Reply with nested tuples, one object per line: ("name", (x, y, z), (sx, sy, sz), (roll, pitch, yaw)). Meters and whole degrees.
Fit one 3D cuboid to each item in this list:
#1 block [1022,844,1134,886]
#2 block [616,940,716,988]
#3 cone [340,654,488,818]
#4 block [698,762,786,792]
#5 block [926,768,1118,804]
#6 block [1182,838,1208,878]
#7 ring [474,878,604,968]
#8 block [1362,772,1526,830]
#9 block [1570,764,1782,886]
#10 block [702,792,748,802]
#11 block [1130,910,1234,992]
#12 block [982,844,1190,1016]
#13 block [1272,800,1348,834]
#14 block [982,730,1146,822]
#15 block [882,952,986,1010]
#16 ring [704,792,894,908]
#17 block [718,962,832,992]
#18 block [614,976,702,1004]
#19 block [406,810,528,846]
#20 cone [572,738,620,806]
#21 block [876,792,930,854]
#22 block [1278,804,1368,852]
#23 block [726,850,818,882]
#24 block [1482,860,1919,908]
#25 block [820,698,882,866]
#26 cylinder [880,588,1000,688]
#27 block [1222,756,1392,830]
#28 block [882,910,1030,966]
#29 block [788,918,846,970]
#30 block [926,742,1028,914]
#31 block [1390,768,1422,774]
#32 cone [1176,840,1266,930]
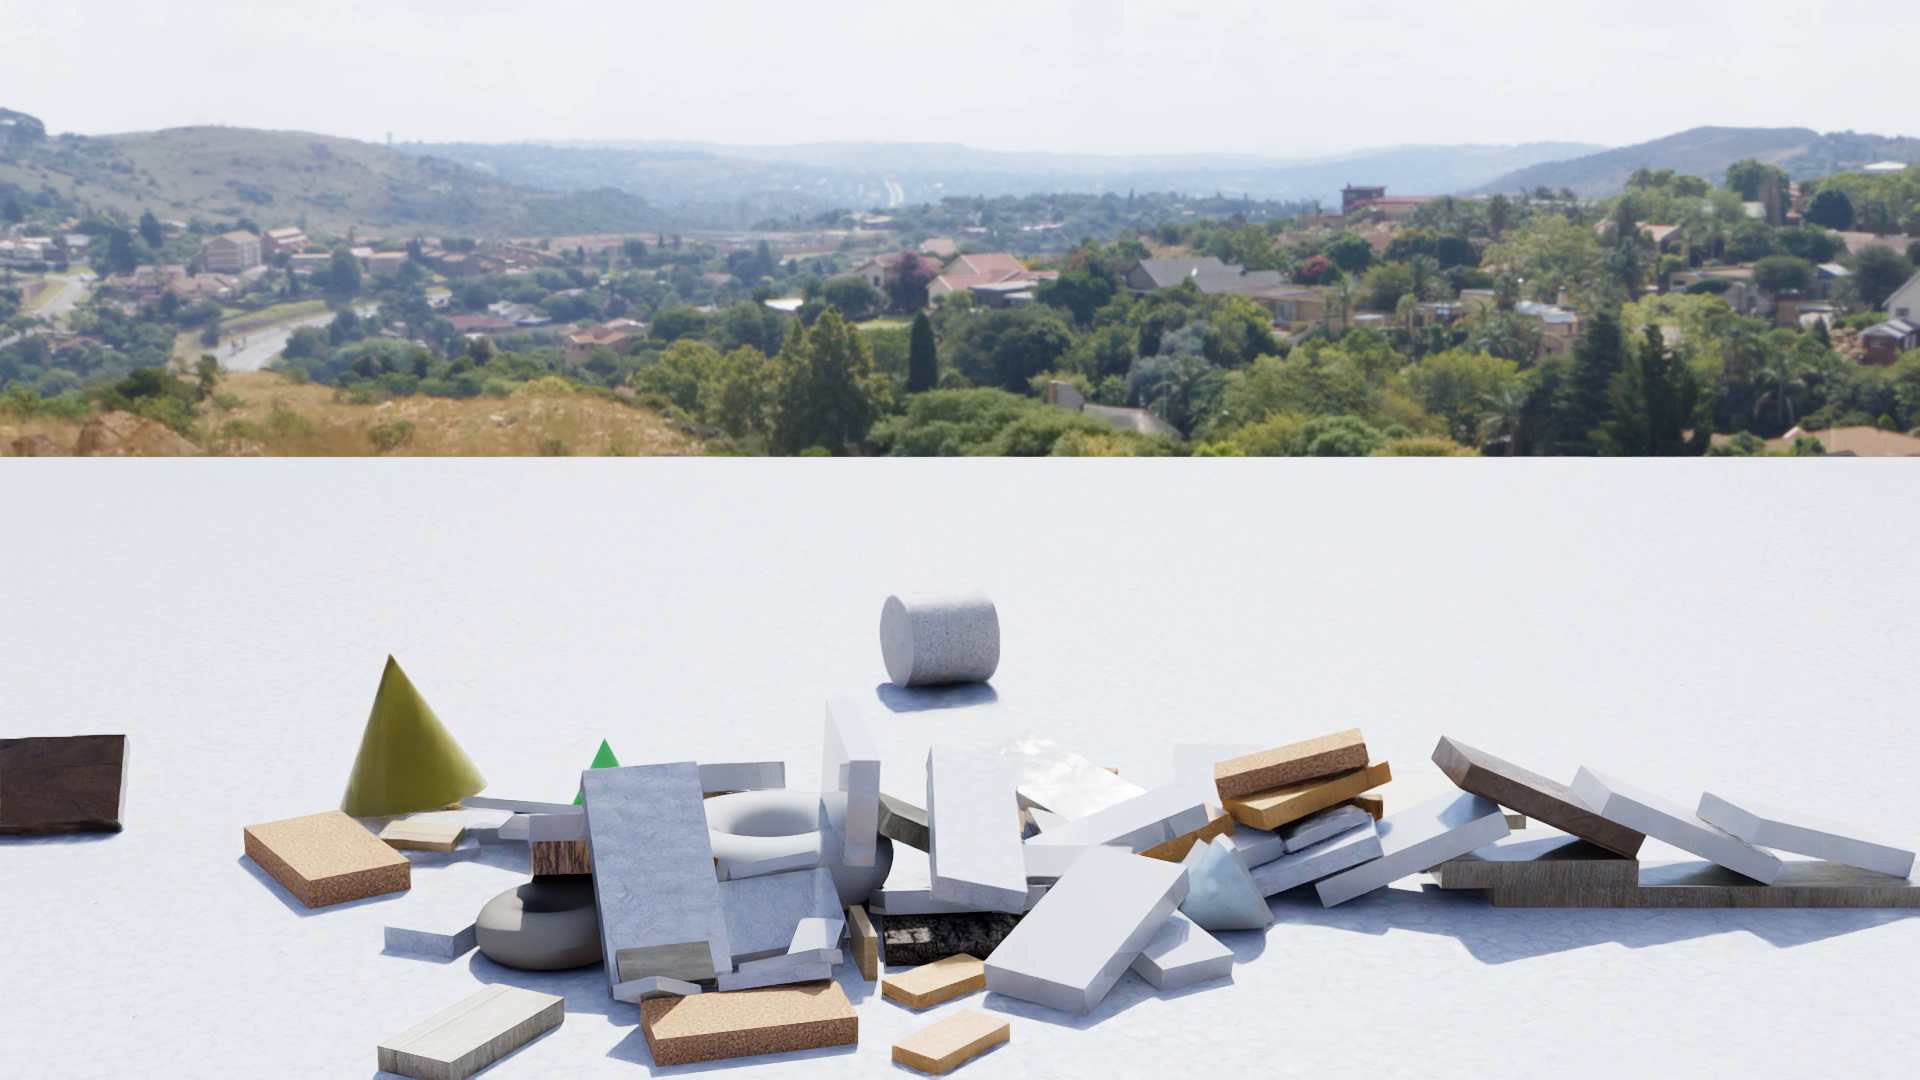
("block", (0.157, 0.527, 3.564), (0.240, 0.021, 0.075), (-1, 34, 13))
("block", (-0.429, 0.623, 3.201), (0.136, 0.019, 0.068), (-3, 43, -17))
("cone", (-1.046, 0.346, 4.119), (0.279, 0.279, 0.279), (-8, 7, 1))
("block", (-0.468, 0.439, 4.014), (0.173, 0.049, 0.375), (1, -8, -26))
("block", (0.121, 0.469, 4.189), (0.336, 0.048, 0.168), (3, 11, 14))
("block", (0.350, 0.552, 3.536), (0.021, 0.075, 0.149), (33, 42, 10))
("ring", (-0.622, 0.593, 3.415), (0.258, 0.086, 0.258), (-3, 9, 1))
("block", (0.799, 0.476, 3.909), (0.377, 0.048, 0.169), (-2, 21, 3))
("block", (1.187, 0.472, 3.655), (0.315, 0.045, 0.158), (22, 9, -6))
("block", (-0.500, 0.468, 3.917), (0.217, 0.031, 0.108), (2, -9, -34))
("block", (0.290, 0.605, 3.382), (0.130, 0.037, 0.259), (-6, 21, -30))
("block", (0.195, 0.583, 3.319), (0.169, 0.048, 0.338), (8, 29, 31))
("block", (0.592, 0.477, 3.744), (0.142, 0.020, 0.071), (-21, -14, 4))
("block", (0.174, 0.456, 4.047), (0.168, 0.048, 0.336), (-21, 29, -34))
("block", (-0.028, 0.654, 3.262), (0.162, 0.023, 0.081), (-9, 14, -41))
("ring", (-0.315, 0.523, 3.664), (0.409, 0.136, 0.409), (0, 9, 0))
("block", (-0.270, 0.641, 3.197), (0.162, 0.023, 0.081), (-6, -19, -9))
("block", (-0.429, 0.642, 3.125), (0.068, 0.019, 0.136), (-16, -21, 17))
("block", (-0.611, 0.513, 3.998), (0.777, 0.031, 0.108), (-1, 11, -7))
("cone", (-0.637, 0.428, 3.955), (0.152, 0.152, 0.152), (0, 11, 0))
("block", (-0.017, 0.504, 3.683), (0.284, 0.040, 0.142), (25, 2, -20))
("block", (0.599, 0.479, 3.655), (0.142, 0.020, 0.071), (-21, 3, -8))
("block", (-0.294, 0.517, 3.442), (0.139, 0.020, 0.069), (-9, -22, -14))
("block", (1.370, 0.573, 3.661), (0.989, 0.037, 0.130), (0, 11, 0))
("block", (-0.181, 0.389, 3.587), (0.049, 0.173, 0.346), (2, 12, -10))
("cylinder", (-0.046, 0.225, 5.053), (0.213, 0.213, 0.213), (-4, 11, -22))
("block", (0.589, 0.423, 3.739), (0.259, 0.037, 0.130), (-17, 11, -23))
("block", (0.031, 0.617, 3.420), (0.297, 0.037, 0.130), (-1, 11, -5))
("block", (-0.222, 0.623, 3.316), (0.069, 0.020, 0.139), (2, 30, 11))
("block", (0.023, 0.464, 3.594), (0.142, 0.040, 0.460), (12, 20, -6))
("block", (0.856, 0.494, 4.063), (0.158, 0.045, 0.315), (4, 11, 19))
("cone", (0.376, 0.586, 3.498), (0.159, 0.159, 0.159), (-29, 16, -7))
